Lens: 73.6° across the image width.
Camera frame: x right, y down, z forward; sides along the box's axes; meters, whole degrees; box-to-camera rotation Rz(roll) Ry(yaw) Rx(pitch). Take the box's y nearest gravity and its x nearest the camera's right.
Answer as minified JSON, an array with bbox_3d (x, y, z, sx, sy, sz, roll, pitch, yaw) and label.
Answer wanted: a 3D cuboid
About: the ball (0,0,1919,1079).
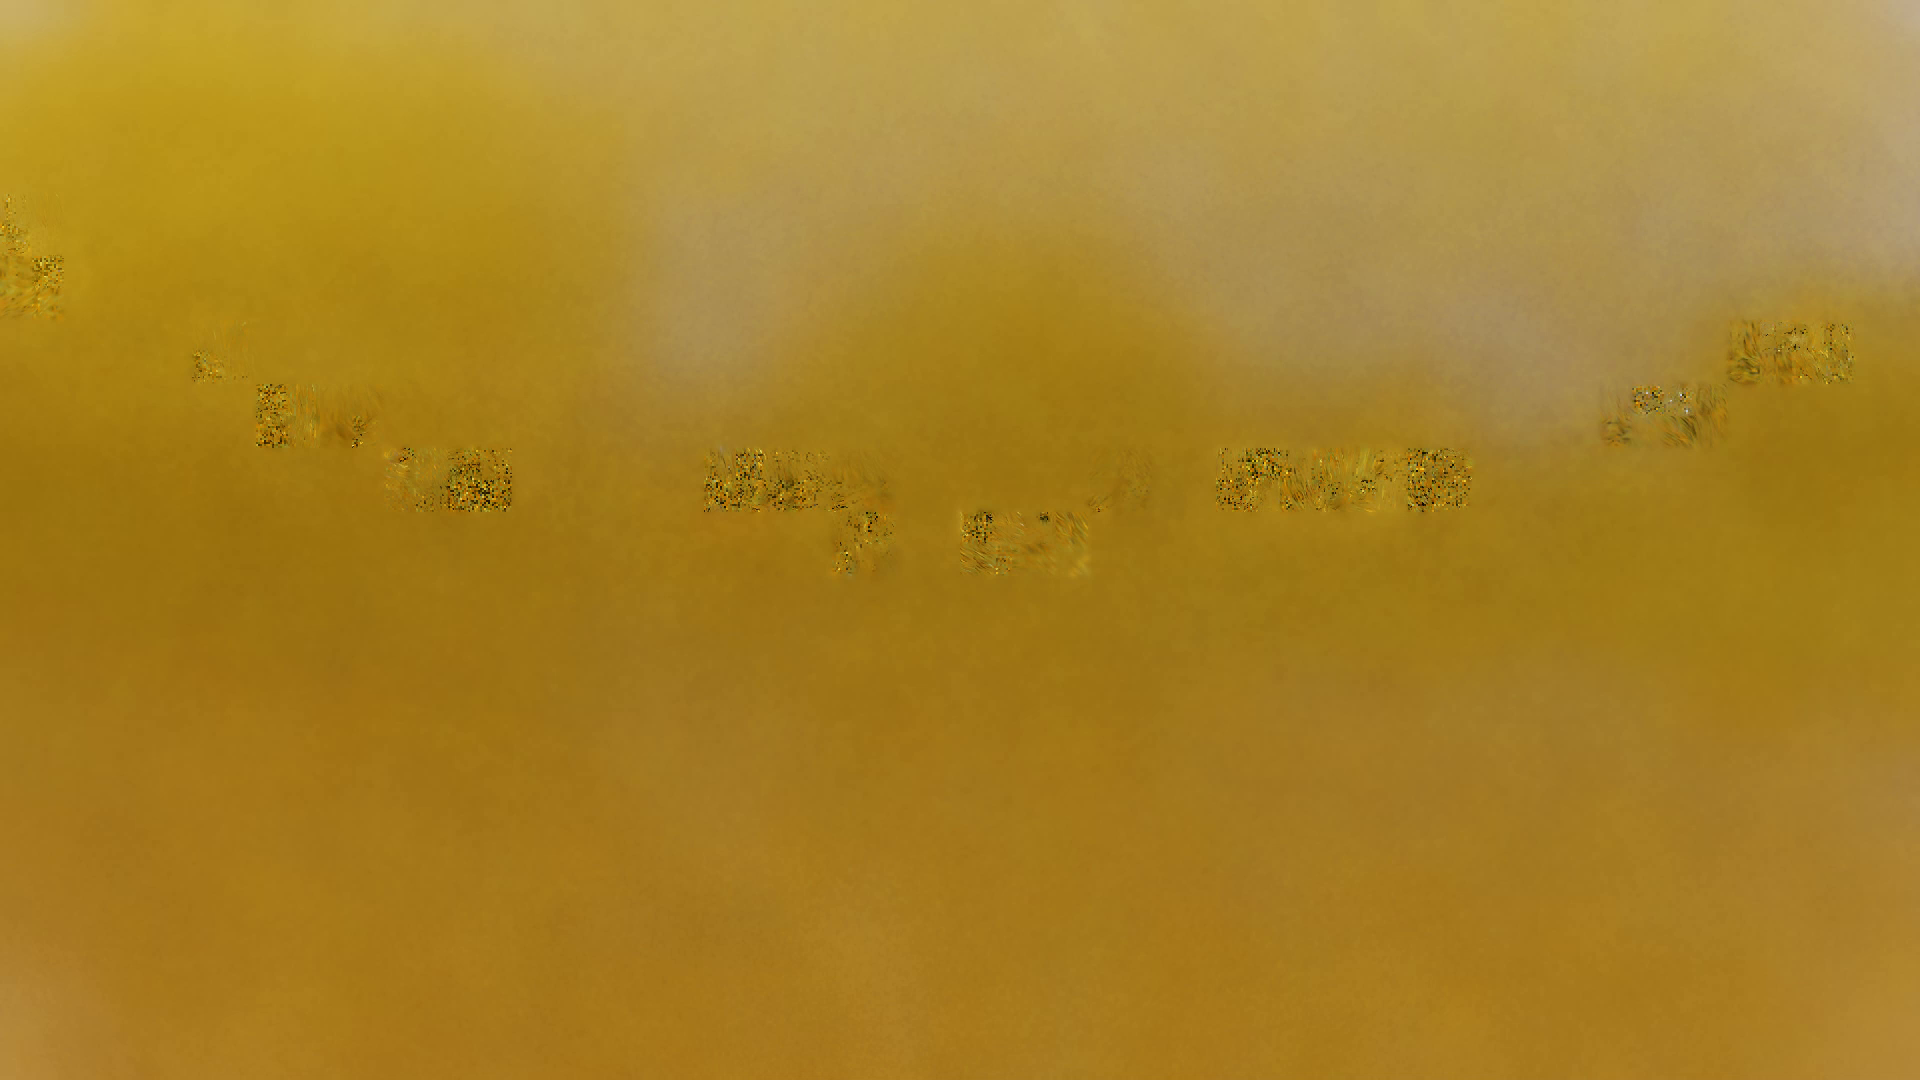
[{"bbox_3d":[0.000,-0.002,0.056,0.080,0.080,0.080,0,4,0],"label":"ball"}]
